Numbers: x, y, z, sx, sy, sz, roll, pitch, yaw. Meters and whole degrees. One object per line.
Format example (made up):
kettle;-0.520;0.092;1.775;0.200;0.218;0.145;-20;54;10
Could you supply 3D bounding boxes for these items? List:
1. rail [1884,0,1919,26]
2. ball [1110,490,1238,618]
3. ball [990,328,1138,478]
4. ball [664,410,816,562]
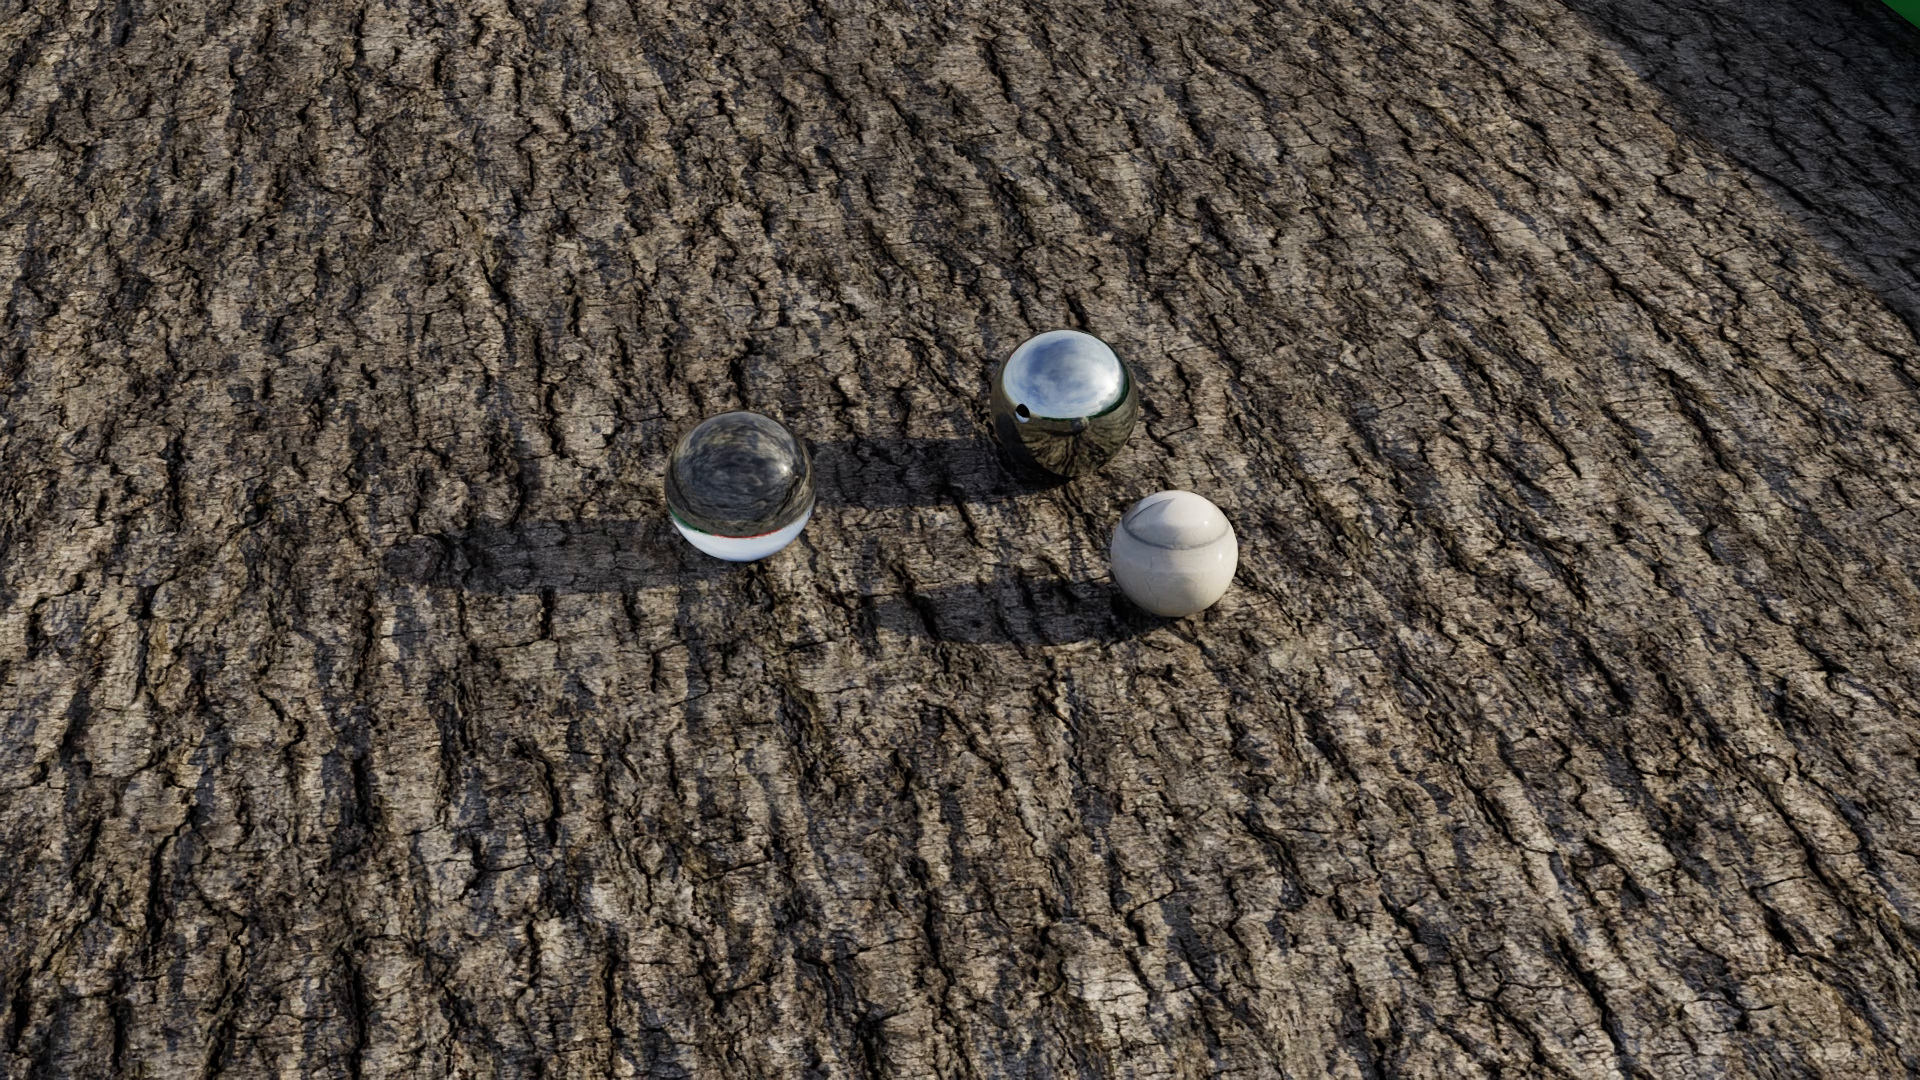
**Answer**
rail;0.797;-0.571;2.674;0.045;0.122;3.822;-5;30;-9
ball;0.124;0.008;1.705;0.074;0.074;0.074;0;30;0
ball;0.066;-0.086;1.851;0.094;0.094;0.094;0;30;0
ball;-0.131;-0.032;1.758;0.091;0.091;0.091;0;30;0
